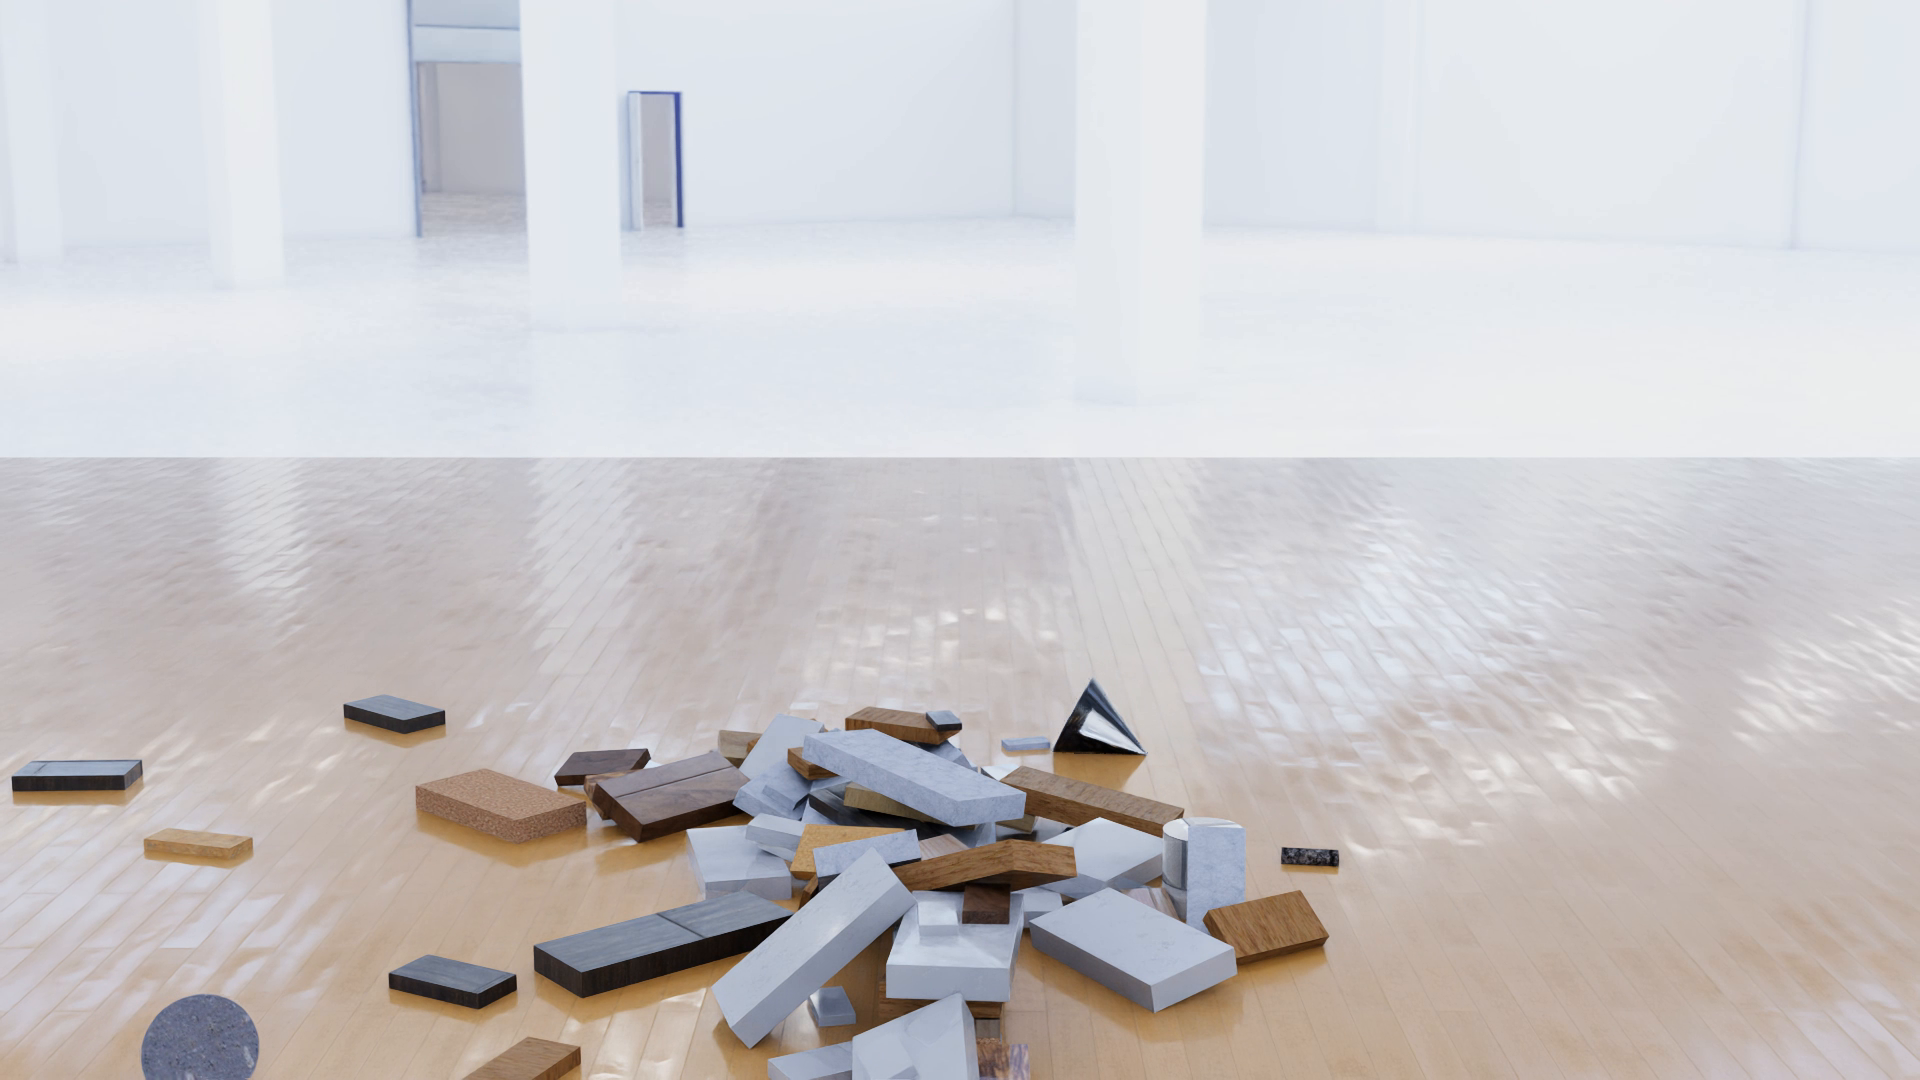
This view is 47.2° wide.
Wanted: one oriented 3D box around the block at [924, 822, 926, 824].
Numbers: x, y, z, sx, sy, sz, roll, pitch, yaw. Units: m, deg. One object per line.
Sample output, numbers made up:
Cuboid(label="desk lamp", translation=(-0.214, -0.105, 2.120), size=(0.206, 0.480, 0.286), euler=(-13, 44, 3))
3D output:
Cuboid(label="block", translation=(0.001, 0.532, 3.887), size=(0.119, 0.034, 0.238), euler=(-1, 11, -4))

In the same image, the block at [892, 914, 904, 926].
Cuboid(label="block", translation=(-0.062, 0.558, 3.269), size=(0.150, 0.021, 0.075), euler=(2, -5, -24))

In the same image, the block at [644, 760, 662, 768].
Cuboid(label="block", translation=(-0.608, 0.464, 4.269), size=(0.101, 0.029, 0.203), euler=(-10, 14, -42))

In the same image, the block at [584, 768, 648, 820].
Cuboid(label="block", translation=(-0.591, 0.471, 4.119), size=(0.203, 0.029, 0.101), euler=(-4, 32, -31))

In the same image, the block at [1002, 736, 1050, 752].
Cuboid(label="block", translation=(0.136, 0.421, 4.543), size=(0.092, 0.013, 0.046), euler=(-3, 11, -15))

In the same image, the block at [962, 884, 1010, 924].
Cuboid(label="block", translation=(0.038, 0.511, 3.095), size=(0.065, 0.018, 0.130), euler=(0, 8, 2))

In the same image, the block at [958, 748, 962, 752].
Cuboid(label="block", translation=(-0.025, 0.450, 4.281), size=(0.070, 0.020, 0.139), euler=(-11, 19, -1))

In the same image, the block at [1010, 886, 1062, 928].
Cuboid(label="block", translation=(0.113, 0.579, 3.552), size=(0.095, 0.027, 0.190), euler=(0, 11, -2))

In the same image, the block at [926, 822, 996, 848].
Cuboid(label="block", translation=(0.002, 0.523, 3.755), size=(0.119, 0.034, 0.238), euler=(0, 15, 0))

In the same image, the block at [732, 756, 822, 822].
Cuboid(label="block", translation=(-0.315, 0.471, 4.080), size=(0.121, 0.034, 0.242), euler=(29, 18, 12))

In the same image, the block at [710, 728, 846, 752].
Cuboid(label="block", translation=(-0.345, 0.428, 4.461), size=(0.310, 0.029, 0.101), euler=(-6, 12, -31))

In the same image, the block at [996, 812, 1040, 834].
Cuboid(label="block", translation=(0.025, 0.472, 3.989), size=(0.238, 0.034, 0.119), euler=(15, 9, 7))

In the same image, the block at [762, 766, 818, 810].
Cuboid(label="block", translation=(-0.308, 0.455, 4.048), size=(0.067, 0.019, 0.133), euler=(29, 18, 11))

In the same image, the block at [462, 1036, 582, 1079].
Cuboid(label="block", translation=(-0.590, 0.713, 2.938), size=(0.085, 0.024, 0.171), euler=(5, 11, 23))

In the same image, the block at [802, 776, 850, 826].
Cuboid(label="block", translation=(-0.216, 0.490, 3.942), size=(0.121, 0.034, 0.242), euler=(-10, 19, 8))

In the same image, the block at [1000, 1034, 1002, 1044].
Cuboid(label="block", translation=(-0.001, 0.714, 2.914), size=(0.113, 0.032, 0.225), euler=(0, 11, 1))

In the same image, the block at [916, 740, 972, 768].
Cuboid(label="block", translation=(-0.070, 0.431, 4.280), size=(0.117, 0.033, 0.234), euler=(-35, 19, -10))

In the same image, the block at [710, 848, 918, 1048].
Cuboid(label="block", translation=(-0.210, 0.576, 3.129), size=(0.308, 0.044, 0.154), euler=(-41, 18, -6))

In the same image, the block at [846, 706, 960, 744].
Cuboid(label="block", translation=(-0.113, 0.363, 4.319), size=(0.202, 0.029, 0.101), euler=(5, 11, 24))

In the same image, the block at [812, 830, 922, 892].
Cuboid(label="block", translation=(-0.141, 0.523, 3.398), size=(0.156, 0.044, 0.311), euler=(-10, -22, -6))

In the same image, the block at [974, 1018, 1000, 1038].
Cuboid(label="block", translation=(-0.001, 0.663, 3.048), size=(0.112, 0.032, 0.225), euler=(0, -3, 1))

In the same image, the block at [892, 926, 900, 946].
Cuboid(label="block", translation=(-0.014, 0.594, 3.302), size=(0.161, 0.046, 0.322), euler=(0, -4, 1))

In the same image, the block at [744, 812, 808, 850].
Cuboid(label="block", translation=(-0.267, 0.507, 3.758), size=(0.183, 0.026, 0.091), euler=(11, 7, 8))

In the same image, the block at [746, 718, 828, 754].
Cuboid(label="block", translation=(-0.330, 0.409, 4.362), size=(0.169, 0.024, 0.085), euler=(-17, 44, -41))

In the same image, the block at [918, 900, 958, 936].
Cuboid(label="block", translation=(-0.031, 0.522, 3.034), size=(0.053, 0.015, 0.106), euler=(0, 8, -2))

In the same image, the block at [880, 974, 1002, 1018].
Cuboid(label="block", translation=(-0.020, 0.625, 3.093), size=(0.161, 0.046, 0.322), euler=(0, -4, 3))

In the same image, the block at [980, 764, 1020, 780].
Cuboid(label="block", translation=(0.098, 0.467, 4.276), size=(0.072, 0.020, 0.143), euler=(-4, 11, -19))

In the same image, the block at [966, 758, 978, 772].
Cuboid(label="block", translation=(-0.022, 0.446, 4.388), size=(0.070, 0.020, 0.140), euler=(-4, 11, -20))

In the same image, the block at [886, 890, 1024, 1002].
Cuboid(label="block", translation=(-0.002, 0.554, 3.022), size=(0.161, 0.046, 0.322), euler=(1, 8, 5))

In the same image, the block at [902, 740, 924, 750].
Cuboid(label="block", translation=(-0.113, 0.444, 4.210), size=(0.117, 0.033, 0.234), euler=(-35, 19, -10))

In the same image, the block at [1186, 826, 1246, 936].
Cuboid(label="block", translation=(0.404, 0.544, 3.472), size=(0.090, 0.181, 0.026), euler=(1, -24, 6))

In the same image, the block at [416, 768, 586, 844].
Cuboid(label="block", translation=(-0.853, 0.491, 4.080), size=(0.313, 0.044, 0.157), euler=(10, 14, 42))

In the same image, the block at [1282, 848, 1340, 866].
Cuboid(label="block", translation=(0.610, 0.552, 3.833), size=(0.099, 0.014, 0.050), euler=(2, 11, 8))

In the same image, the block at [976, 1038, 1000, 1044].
Cuboid(label="block", translation=(-0.004, 0.705, 2.792), size=(0.112, 0.032, 0.225), euler=(0, 18, 1))

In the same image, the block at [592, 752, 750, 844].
Cuboid(label="block", translation=(-0.519, 0.472, 4.061), size=(0.285, 0.040, 0.143), euler=(-11, 36, -45))

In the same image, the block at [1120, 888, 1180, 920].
Cuboid(label="block", translation=(0.305, 0.600, 3.503), size=(0.075, 0.021, 0.150), euler=(-1, 19, -7))
